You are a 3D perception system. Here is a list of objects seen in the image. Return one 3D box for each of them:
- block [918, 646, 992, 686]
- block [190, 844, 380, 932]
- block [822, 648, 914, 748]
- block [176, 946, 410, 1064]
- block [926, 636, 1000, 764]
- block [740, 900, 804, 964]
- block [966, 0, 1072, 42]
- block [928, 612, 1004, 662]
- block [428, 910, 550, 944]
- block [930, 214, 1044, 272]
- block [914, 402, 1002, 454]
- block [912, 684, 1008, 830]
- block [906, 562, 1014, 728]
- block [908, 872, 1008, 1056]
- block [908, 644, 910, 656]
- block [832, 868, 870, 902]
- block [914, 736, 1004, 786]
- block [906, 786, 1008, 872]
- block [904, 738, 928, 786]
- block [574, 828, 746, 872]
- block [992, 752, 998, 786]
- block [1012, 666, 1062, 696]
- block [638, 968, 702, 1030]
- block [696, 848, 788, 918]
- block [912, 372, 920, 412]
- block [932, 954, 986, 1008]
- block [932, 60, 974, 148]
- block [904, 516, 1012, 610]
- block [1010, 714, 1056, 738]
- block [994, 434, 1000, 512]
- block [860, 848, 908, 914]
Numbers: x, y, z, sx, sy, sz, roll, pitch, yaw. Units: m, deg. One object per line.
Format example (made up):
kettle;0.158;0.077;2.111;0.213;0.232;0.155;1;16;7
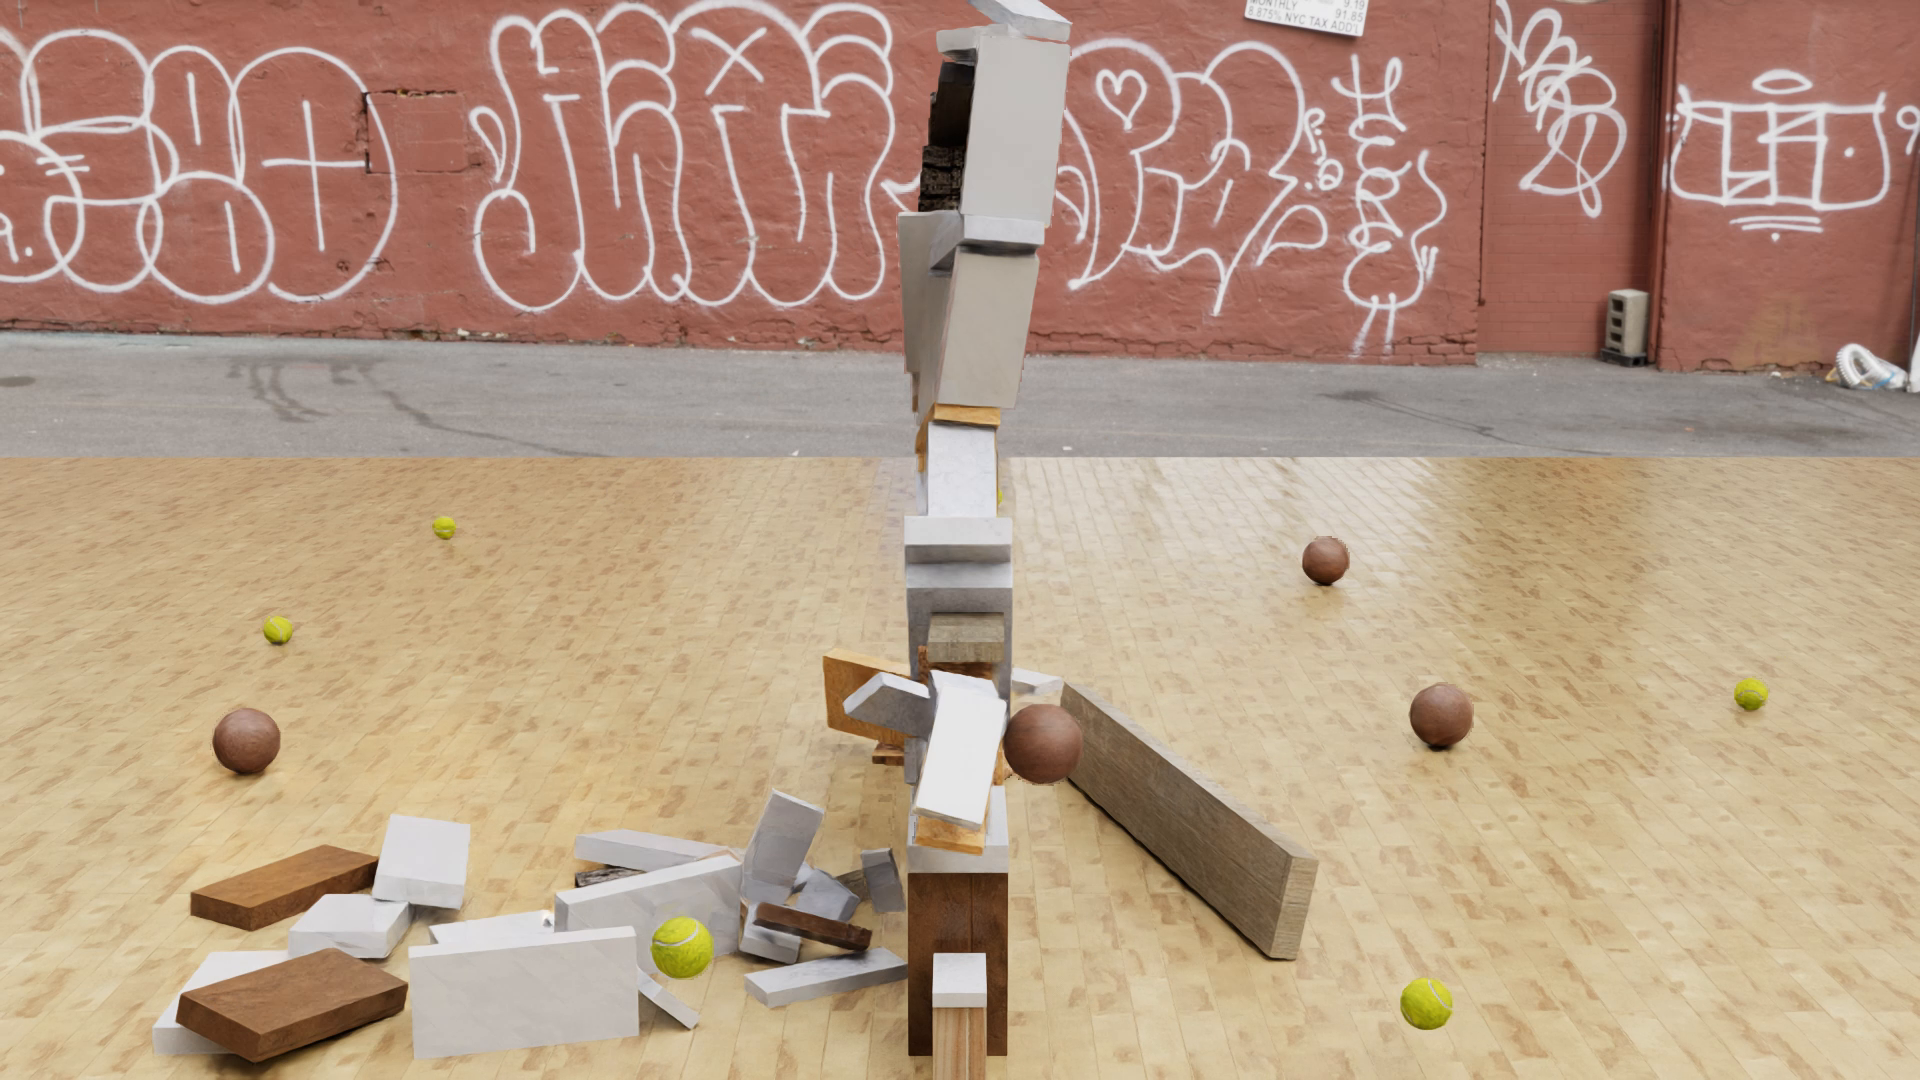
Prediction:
block;-0.007;0.297;3.294;0.109;0.279;0.031;-1;11;-3
block;-1.112;0.574;3.645;0.142;0.040;0.284;6;12;31
block;-0.134;0.330;4.439;0.322;0.161;0.046;11;24;34
block;-0.930;0.647;3.078;0.148;0.042;0.295;18;11;24
block;0.003;0.249;3.392;0.109;0.219;0.031;0;30;-2
block;-0.293;0.609;3.434;0.087;0.025;0.175;16;10;-4
block;0.086;-0.917;3.778;0.115;0.033;0.230;2;29;-31
block;0.010;0.144;3.264;0.109;0.031;0.219;0;9;1
block;-0.727;0.619;3.441;0.188;0.027;0.094;-5;11;-24
block;0.040;-0.463;3.470;0.126;0.036;0.251;3;-5;-13
block;-0.005;-0.178;3.587;0.106;0.030;0.212;6;-14;-8
block;0.000;0.276;2.804;0.087;0.174;0.025;17;-29;-7
block;0.001;0.173;3.494;0.161;0.409;0.046;0;54;1
block;-0.003;0.572;3.019;0.136;0.273;0.039;0;11;0
block;-0.001;0.199;3.685;0.161;0.046;0.322;0;-19;1
block;-0.168;0.571;3.626;0.103;0.052;0.015;-10;-5;-44
block;-0.002;0.375;3.954;0.159;0.319;0.045;0;10;0
block;-0.003;0.402;3.079;0.136;0.039;0.273;0;11;0
block;-0.052;0.326;3.210;0.018;0.064;0.129;-3;-11;18
block;-0.504;0.539;3.761;0.279;0.040;0.140;5;0;27
block;-0.001;0.349;3.541;0.122;0.034;0.243;0;11;1
block;0.135;0.322;5.043;0.184;0.026;0.092;10;14;43
block;-0.441;0.647;3.162;0.082;0.023;0.164;45;-15;-30
block;-0.357;0.563;3.584;0.148;0.021;0.074;38;31;30
block;-0.013;-0.321;3.758;0.129;0.037;0.258;-1;47;2
block;0.000;0.580;2.903;0.070;0.020;0.140;0;11;0
block;0.026;-0.710;3.698;0.131;0.037;0.263;11;-18;0
block;-0.004;0.051;3.437;0.161;0.046;0.322;0;-24;0
block;0.184;0.389;4.572;0.145;0.021;0.072;8;12;30
block;0.000;-0.216;3.975;0.129;0.417;0.037;0;43;3
block;-0.123;0.548;3.536;0.052;0.103;0.015;-9;12;24
